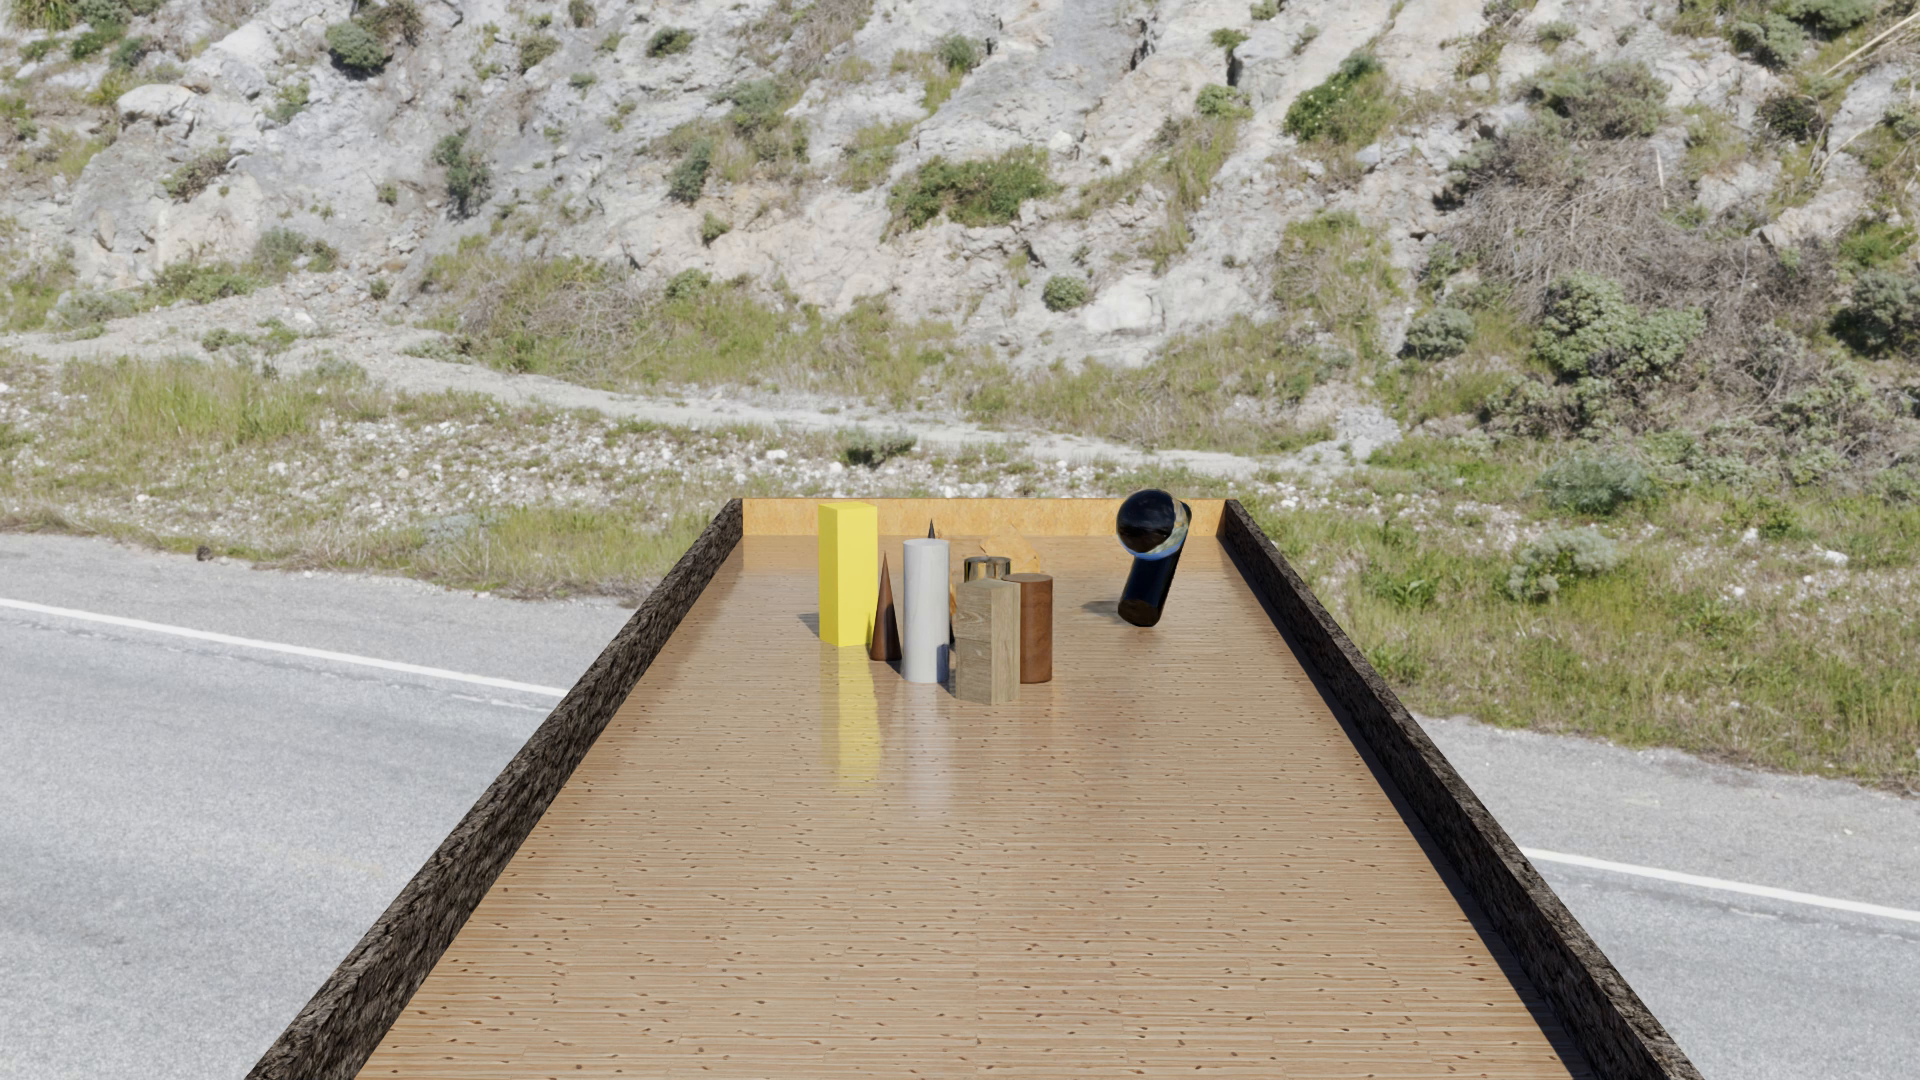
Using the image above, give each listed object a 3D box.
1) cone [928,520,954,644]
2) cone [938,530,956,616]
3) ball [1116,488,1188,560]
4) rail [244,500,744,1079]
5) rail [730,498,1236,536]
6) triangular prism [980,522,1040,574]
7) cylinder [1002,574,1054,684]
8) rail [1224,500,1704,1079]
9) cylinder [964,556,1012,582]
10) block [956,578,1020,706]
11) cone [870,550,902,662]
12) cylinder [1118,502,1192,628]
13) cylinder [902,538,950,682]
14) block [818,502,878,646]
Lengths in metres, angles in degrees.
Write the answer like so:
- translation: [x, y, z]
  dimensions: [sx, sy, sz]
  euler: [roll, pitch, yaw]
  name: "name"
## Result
- translation: [-0.090, 0.124, 6.953]
  dimensions: [0.147, 0.399, 0.147]
  euler: [0, 9, 0]
  name: "cone"
- translation: [-0.066, 0.086, 7.451]
  dimensions: [0.117, 0.117, 0.428]
  euler: [0, 38, -1]
  name: "cone"
- translation: [0.622, -0.051, 7.144]
  dimensions: [0.235, 0.235, 0.235]
  euler: [0, 9, 0]
  name: "ball"
- translation: [-1.004, 0.839, 3.234]
  dimensions: [0.050, 0.150, 12.000]
  euler: [0, 9, 1]
  name: "rail"
- translation: [0.099, -0.098, 9.147]
  dimensions: [2.100, 0.150, 0.050]
  euler: [0, 9, 1]
  name: "rail"
- translation: [0.194, 0.047, 7.472]
  dimensions: [0.135, 0.117, 0.367]
  euler: [20, 12, -19]
  name: "triangular prism"
- translation: [0.196, 0.257, 6.425]
  dimensions: [0.151, 0.301, 0.151]
  euler: [0, 9, 0]
  name: "cylinder"
- translation: [1.046, 0.843, 3.208]
  dimensions: [0.050, 0.150, 12.000]
  euler: [0, 9, 1]
  name: "rail"
- translation: [0.085, 0.213, 6.673]
  dimensions: [0.143, 0.310, 0.143]
  euler: [0, 9, 0]
  name: "cylinder"
- translation: [0.078, 0.284, 6.169]
  dimensions: [0.129, 0.328, 0.129]
  euler: [7, 12, 39]
  name: "block"
- translation: [-0.228, 0.195, 6.703]
  dimensions: [0.101, 0.338, 0.101]
  euler: [0, 9, 0]
  name: "cone"
- translation: [0.648, 0.071, 7.288]
  dimensions: [0.143, 0.143, 0.444]
  euler: [4, 50, 23]
  name: "cylinder"
- translation: [-0.098, 0.205, 6.427]
  dimensions: [0.136, 0.403, 0.136]
  euler: [0, 9, 0]
  name: "cylinder"
- translation: [-0.354, 0.106, 6.953]
  dimensions: [0.138, 0.434, 0.138]
  euler: [-5, 10, -29]
  name: "block"
